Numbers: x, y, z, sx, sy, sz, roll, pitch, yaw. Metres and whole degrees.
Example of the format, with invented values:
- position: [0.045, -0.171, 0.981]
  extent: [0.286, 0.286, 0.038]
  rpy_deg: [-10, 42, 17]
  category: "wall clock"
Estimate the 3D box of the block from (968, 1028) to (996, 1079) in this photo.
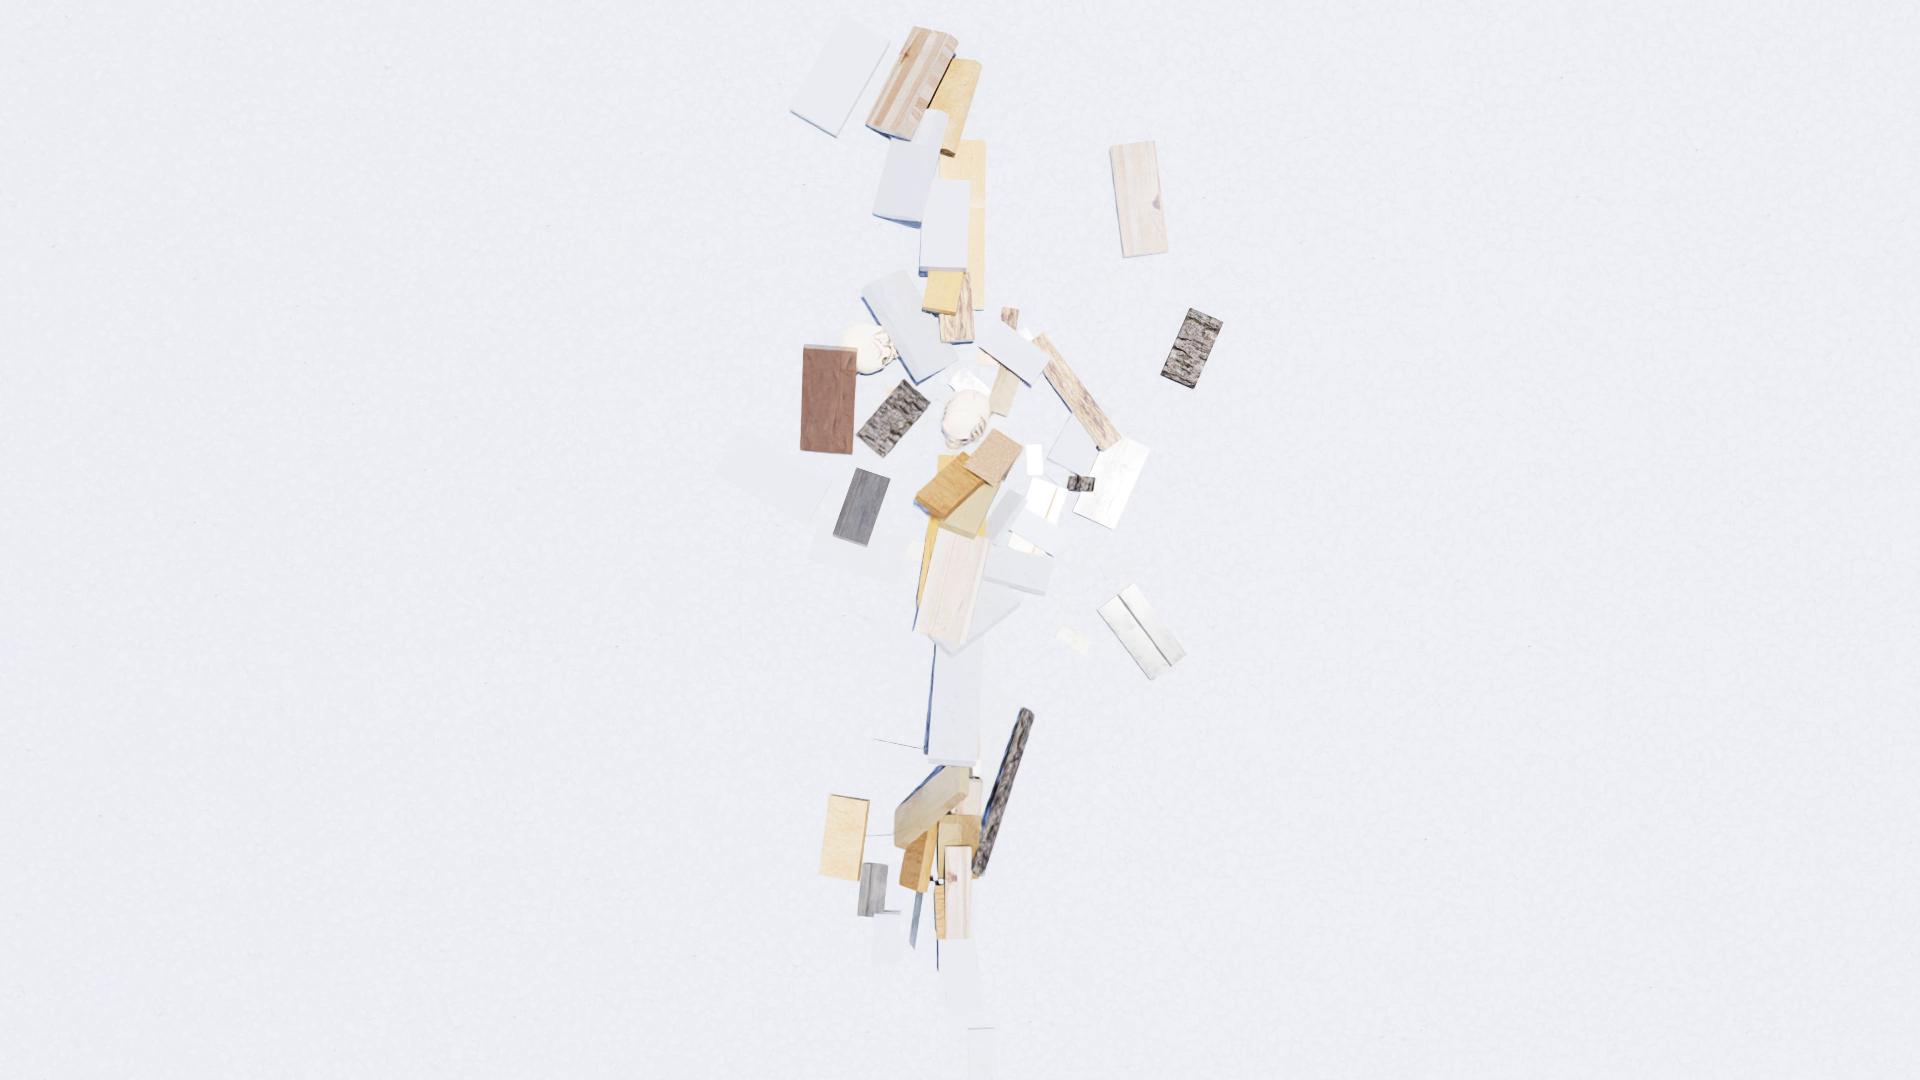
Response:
- position: [0.073, 1.713, 5.488]
  extent: [0.088, 0.025, 0.176]
  rpy_deg: [-2, 90, 0]
  category: "block"

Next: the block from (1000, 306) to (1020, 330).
- position: [0.160, -0.715, 5.483]
  extent: [0.056, 0.016, 0.113]
  rpy_deg: [11, 90, 20]
  category: "block"

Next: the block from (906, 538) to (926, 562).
- position: [-0.113, 0.049, 5.491]
  extent: [0.125, 0.018, 0.063]
  rpy_deg: [25, 90, 0]
  category: "block"

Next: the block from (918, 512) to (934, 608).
- position: [-0.030, 0.059, 5.406]
  extent: [0.173, 0.049, 0.347]
  rpy_deg: [7, 70, 3]
  category: "block"

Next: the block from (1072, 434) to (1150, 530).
- position: [0.503, -0.199, 5.479]
  extent: [0.148, 0.042, 0.295]
  rpy_deg: [24, 90, 0]
  category: "block"

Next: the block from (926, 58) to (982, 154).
- position: [-0.040, -1.433, 5.435]
  extent: [0.152, 0.043, 0.304]
  rpy_deg: [17, 90, 39]
  category: "block"

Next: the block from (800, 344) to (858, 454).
- position: [-0.430, -0.462, 5.410]
  extent: [0.175, 0.050, 0.351]
  rpy_deg: [4, 113, 0]
  category: "block"

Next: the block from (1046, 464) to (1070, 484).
- position: [0.343, -0.245, 5.492]
  extent: [0.058, 0.016, 0.116]
  rpy_deg: [40, 90, 0]
  category: "block"

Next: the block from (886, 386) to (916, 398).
- position: [-0.196, -0.484, 5.489]
  extent: [0.098, 0.014, 0.049]
  rpy_deg: [-4, 90, -4]
  category: "block"

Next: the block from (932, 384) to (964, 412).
- position: [-0.042, -0.475, 5.493]
  extent: [0.098, 0.014, 0.049]
  rpy_deg: [35, 90, 0]
  category: "block"

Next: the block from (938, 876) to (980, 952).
- position: [-0.004, 1.249, 5.443]
  extent: [0.134, 0.038, 0.267]
  rpy_deg: [0, 90, 0]
  category: "block"

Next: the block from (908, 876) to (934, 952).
- position: [-0.126, 1.227, 5.440]
  extent: [0.033, 0.116, 0.232]
  rpy_deg: [9, 90, -12]
  category: "block"

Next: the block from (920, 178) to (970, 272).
- position: [-0.048, -1.031, 5.404]
  extent: [0.152, 0.043, 0.304]
  rpy_deg: [2, 78, 1]
  category: "block"

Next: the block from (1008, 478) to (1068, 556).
- position: [0.258, -0.072, 5.483]
  extent: [0.122, 0.035, 0.245]
  rpy_deg: [21, 90, 0]
  category: "block"

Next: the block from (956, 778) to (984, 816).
- position: [0.029, 0.838, 5.296]
  extent: [0.078, 0.022, 0.156]
  rpy_deg: [4, 114, -2]
  category: "block"

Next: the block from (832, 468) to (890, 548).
- position: [-0.325, -0.108, 5.454]
  extent: [0.121, 0.034, 0.241]
  rpy_deg: [18, 76, 1]
  category: "block"

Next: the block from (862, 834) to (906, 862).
- position: [-0.248, 1.025, 5.488]
  extent: [0.170, 0.024, 0.085]
  rpy_deg: [-3, 90, 0]
  category: "block"

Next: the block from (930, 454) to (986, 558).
- position: [0.002, -0.107, 5.414]
  extent: [0.173, 0.049, 0.347]
  rpy_deg: [4, 70, 2]
  category: "block"

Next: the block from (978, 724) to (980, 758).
- position: [0.003, 0.630, 5.451]
  extent: [0.124, 0.035, 0.248]
  rpy_deg: [0, 75, 0]
  category: "block"

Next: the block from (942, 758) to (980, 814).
- position: [0.004, 0.840, 5.381]
  extent: [0.124, 0.035, 0.248]
  rpy_deg: [1, 88, 0]
  category: "block"

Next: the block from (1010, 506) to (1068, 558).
- position: [0.260, -0.029, 5.452]
  extent: [0.182, 0.026, 0.091]
  rpy_deg: [31, 90, 0]
  category: "block"

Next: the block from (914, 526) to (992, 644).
- position: [-0.023, 0.147, 5.299]
  extent: [0.173, 0.049, 0.347]
  rpy_deg: [13, 86, 3]
  category: "block"

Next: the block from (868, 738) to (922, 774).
- position: [-0.214, 0.720, 5.488]
  extent: [0.166, 0.023, 0.083]
  rpy_deg: [11, 90, 0]
  category: "block"

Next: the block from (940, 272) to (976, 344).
- position: [-0.014, -0.765, 5.432]
  extent: [0.111, 0.031, 0.222]
  rpy_deg: [-4, 85, 0]
  category: "block"

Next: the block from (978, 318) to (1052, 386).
- position: [0.183, -0.621, 5.447]
  extent: [0.222, 0.031, 0.111]
  rpy_deg: [37, 94, 7]
  category: "block"

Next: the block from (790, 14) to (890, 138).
- position: [-0.398, -1.540, 5.475]
  extent: [0.180, 0.051, 0.359]
  rpy_deg: [30, 90, 0]
  category: "block"

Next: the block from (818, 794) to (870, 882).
- position: [-0.383, 0.987, 5.467]
  extent: [0.133, 0.038, 0.266]
  rpy_deg: [8, 90, 13]
  category: "block"

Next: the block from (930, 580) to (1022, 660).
- position: [0.036, 0.242, 5.394]
  extent: [0.305, 0.043, 0.153]
  rpy_deg: [-36, 66, -23]
  category: "block"

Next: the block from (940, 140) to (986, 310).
- position: [0.007, -1.045, 5.478]
  extent: [0.152, 0.043, 0.558]
  rpy_deg: [0, 90, 0]
  category: "block"

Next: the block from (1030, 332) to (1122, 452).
- position: [0.374, -0.489, 5.455]
  extent: [0.078, 0.022, 0.439]
  rpy_deg: [-36, 85, -4]
  category: "block"

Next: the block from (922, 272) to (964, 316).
- position: [-0.048, -0.855, 5.405]
  extent: [0.111, 0.031, 0.222]
  rpy_deg: [10, 78, 3]
  category: "block"

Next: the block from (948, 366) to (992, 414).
- position: [0.044, -0.498, 5.489]
  extent: [0.156, 0.022, 0.078]
  rpy_deg: [42, 90, 0]
  category: "block"

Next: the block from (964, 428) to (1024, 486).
- position: [0.112, -0.272, 5.390]
  extent: [0.121, 0.241, 0.034]
  rpy_deg: [33, 126, 2]
  category: "block"

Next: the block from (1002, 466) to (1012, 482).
- position: [0.146, -0.248, 5.493]
  extent: [0.049, 0.014, 0.098]
  rpy_deg: [24, 90, 0]
  category: "block"

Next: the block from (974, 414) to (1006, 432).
- position: [0.098, -0.390, 5.492]
  extent: [0.098, 0.014, 0.049]
  rpy_deg: [-12, 92, 0]
  category: "block"
